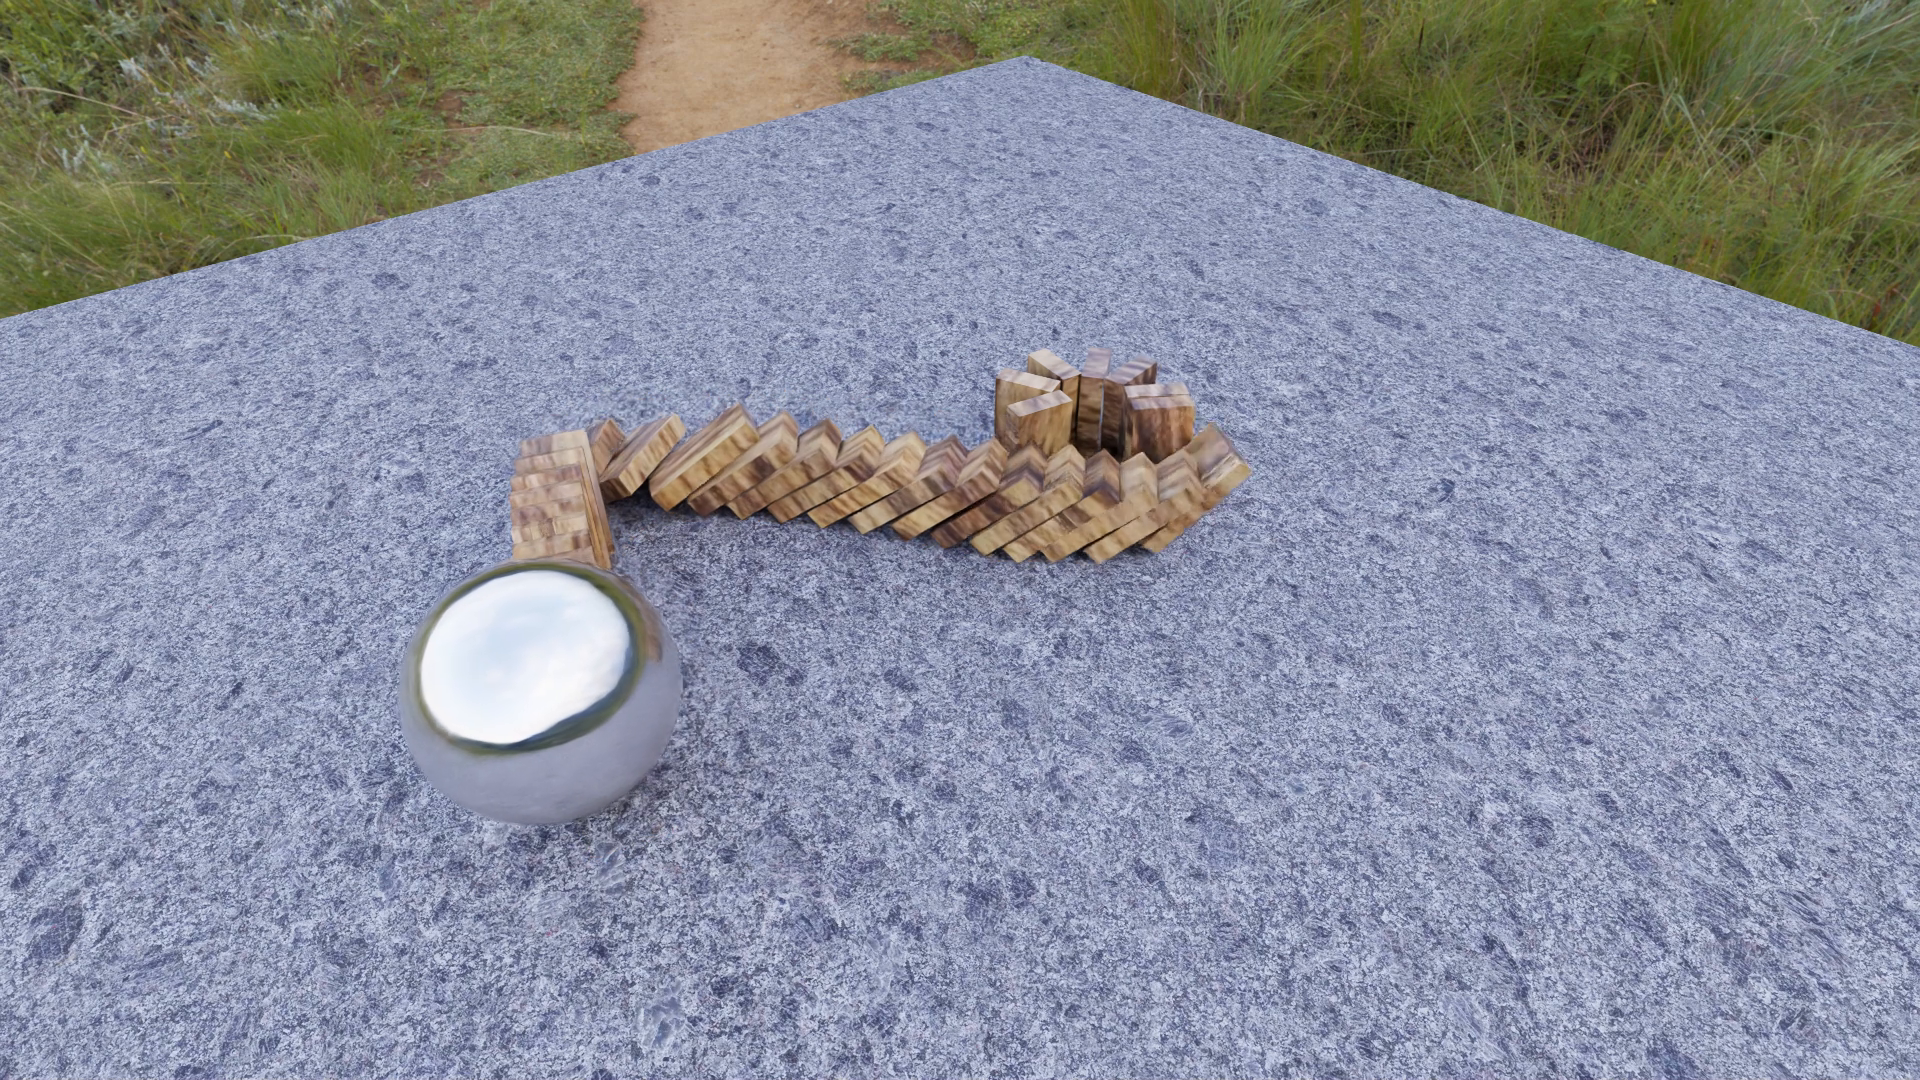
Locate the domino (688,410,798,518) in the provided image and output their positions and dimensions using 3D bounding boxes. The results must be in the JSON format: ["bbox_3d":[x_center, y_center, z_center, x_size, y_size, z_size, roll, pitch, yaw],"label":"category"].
[{"bbox_3d":[-0.091,-0.032,0.461,0.050,0.010,0.025,-30,34,17],"label":"domino"}]

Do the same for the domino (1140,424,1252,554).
[{"bbox_3d":[0.089,-0.020,0.441,0.050,0.010,0.025,-42,44,19],"label":"domino"}]

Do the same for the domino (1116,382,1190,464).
[{"bbox_3d":[0.080,-0.041,0.461,0.025,0.050,0.010,-4,37,-5],"label":"domino"}]

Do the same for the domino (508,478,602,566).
[{"bbox_3d":[-0.147,0.005,0.406,0.025,0.050,0.010,-13,16,-16],"label":"domino"}]

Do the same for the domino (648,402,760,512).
[{"bbox_3d":[-0.109,-0.036,0.465,0.050,0.010,0.025,-37,33,4],"label":"domino"}]

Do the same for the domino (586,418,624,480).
[{"bbox_3d":[-0.164,-0.031,0.471,0.025,0.009,0.050,-23,32,19],"label":"domino"}]

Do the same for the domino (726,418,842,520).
[{"bbox_3d":[-0.073,-0.030,0.458,0.050,0.010,0.025,-26,32,24],"label":"domino"}]

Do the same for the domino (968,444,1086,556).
[{"bbox_3d":[0.026,-0.016,0.436,0.050,0.009,0.025,-31,29,31],"label":"domino"}]

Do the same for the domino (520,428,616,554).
[{"bbox_3d":[-0.155,-0.017,0.435,0.025,0.050,0.009,-13,6,-16],"label":"domino"}]

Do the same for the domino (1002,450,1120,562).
[{"bbox_3d":[0.040,-0.013,0.434,0.050,0.009,0.025,-32,29,29],"label":"domino"}]

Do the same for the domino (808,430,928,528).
[{"bbox_3d":[-0.038,-0.025,0.452,0.050,0.010,0.025,-25,29,30],"label":"domino"}]

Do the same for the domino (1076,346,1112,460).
[{"bbox_3d":[0.058,-0.055,0.479,0.009,0.050,0.025,9,40,11],"label":"domino"}]

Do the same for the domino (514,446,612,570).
[{"bbox_3d":[-0.152,-0.009,0.424,0.025,0.050,0.009,-13,13,-16],"label":"domino"}]

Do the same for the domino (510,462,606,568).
[{"bbox_3d":[-0.150,-0.002,0.414,0.025,0.050,0.009,-13,16,-16],"label":"domino"}]

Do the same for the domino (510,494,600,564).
[{"bbox_3d":[-0.144,0.011,0.399,0.025,0.050,0.010,-13,16,-16],"label":"domino"}]

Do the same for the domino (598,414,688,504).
[{"bbox_3d":[-0.142,-0.035,0.478,0.025,0.009,0.050,-14,32,29],"label":"domino"}]

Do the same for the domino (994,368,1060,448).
[{"bbox_3d":[0.028,-0.047,0.469,0.025,0.050,0.010,17,42,20],"label":"domino"}]

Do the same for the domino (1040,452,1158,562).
[{"bbox_3d":[0.054,-0.013,0.436,0.050,0.010,0.025,-30,30,27],"label":"domino"}]

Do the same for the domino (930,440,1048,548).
[{"bbox_3d":[0.012,-0.018,0.440,0.050,0.010,0.025,-29,29,33],"label":"domino"}]

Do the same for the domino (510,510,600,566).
[{"bbox_3d":[-0.140,0.017,0.391,0.025,0.050,0.009,-13,16,-16],"label":"domino"}]

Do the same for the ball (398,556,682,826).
[{"bbox_3d":[-0.125,0.045,0.333,0.080,0.080,0.080,0,39,0],"label":"ball"}]

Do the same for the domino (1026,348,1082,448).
[{"bbox_3d":[0.040,-0.055,0.478,0.009,0.050,0.025,-23,45,-25],"label":"domino"}]

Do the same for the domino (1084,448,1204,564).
[{"bbox_3d":[0.071,-0.013,0.435,0.050,0.009,0.025,-33,30,27],"label":"domino"}]

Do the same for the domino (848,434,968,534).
[{"bbox_3d":[-0.021,-0.022,0.448,0.050,0.009,0.025,-25,28,32],"label":"domino"}]

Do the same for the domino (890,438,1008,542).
[{"bbox_3d":[-0.005,-0.020,0.444,0.050,0.010,0.025,-29,26,33],"label":"domino"}]

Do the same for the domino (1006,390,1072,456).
[{"bbox_3d":[0.032,-0.035,0.455,0.025,0.050,0.010,-19,43,-22],"label":"domino"}]

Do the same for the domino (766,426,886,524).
[{"bbox_3d":[-0.055,-0.027,0.455,0.050,0.010,0.025,-24,30,28],"label":"domino"}]

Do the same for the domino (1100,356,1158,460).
[{"bbox_3d":[0.072,-0.051,0.474,0.009,0.050,0.025,27,46,33],"label":"domino"}]

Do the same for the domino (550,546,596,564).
[{"bbox_3d":[-0.133,0.030,0.376,0.025,0.050,0.009,-13,16,-16],"label":"domino"}]

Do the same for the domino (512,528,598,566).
[{"bbox_3d":[-0.137,0.023,0.383,0.025,0.050,0.009,-13,16,-16],"label":"domino"}]

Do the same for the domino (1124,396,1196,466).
[{"bbox_3d":[0.081,-0.034,0.453,0.025,0.050,0.009,-4,34,-5],"label":"domino"}]
